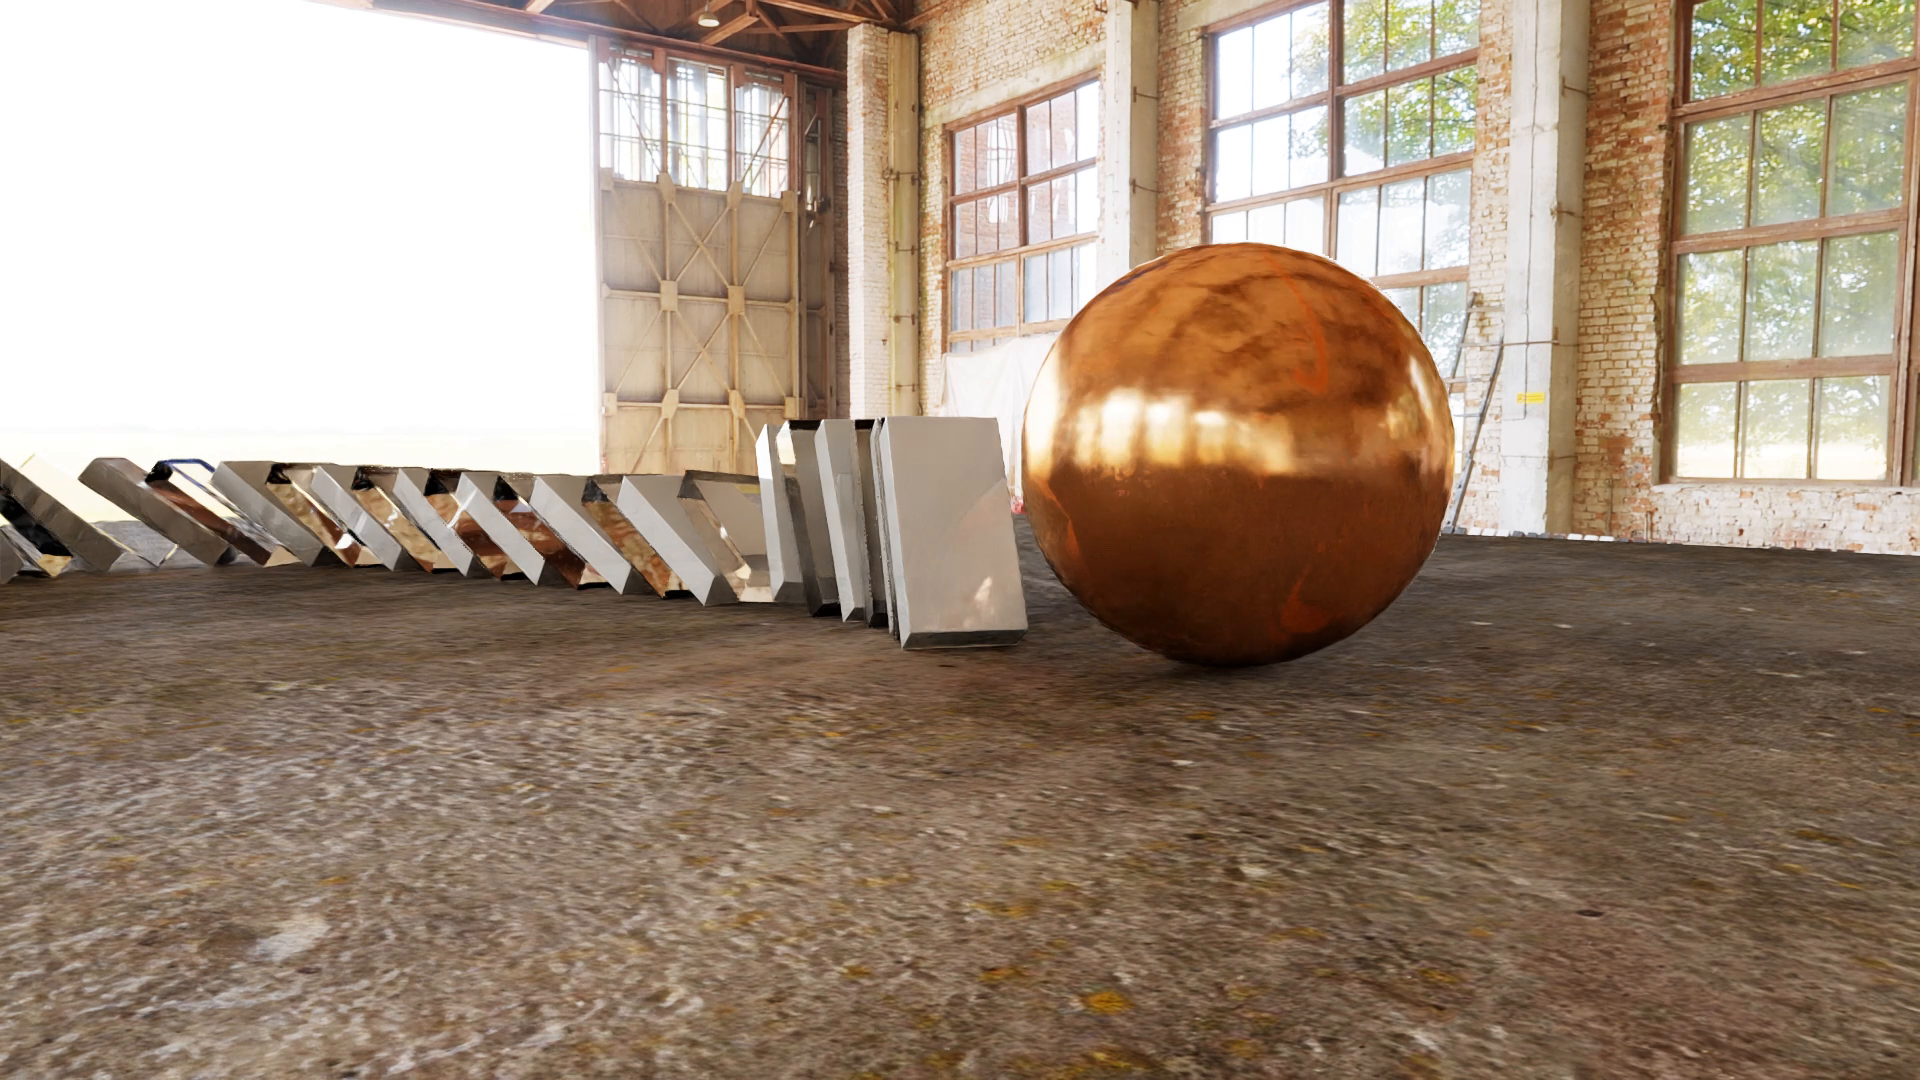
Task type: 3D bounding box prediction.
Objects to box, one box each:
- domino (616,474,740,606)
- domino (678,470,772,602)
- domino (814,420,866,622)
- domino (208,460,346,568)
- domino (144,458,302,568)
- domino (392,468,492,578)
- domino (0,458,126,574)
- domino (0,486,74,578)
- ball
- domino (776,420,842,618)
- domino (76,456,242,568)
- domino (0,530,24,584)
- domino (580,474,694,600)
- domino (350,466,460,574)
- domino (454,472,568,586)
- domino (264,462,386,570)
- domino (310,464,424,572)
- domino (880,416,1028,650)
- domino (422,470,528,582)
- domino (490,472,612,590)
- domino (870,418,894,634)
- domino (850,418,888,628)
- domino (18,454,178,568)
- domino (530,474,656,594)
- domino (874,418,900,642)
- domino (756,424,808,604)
[{"bbox_3d":[-0.072,-0.001,0.358,0.025,0.010,0.050,-4,36,-45],"label":"domino"},{"bbox_3d":[-0.056,-0.001,0.350,0.025,0.010,0.050,4,31,-37],"label":"domino"},{"bbox_3d":[-0.019,-0.005,0.316,0.025,0.050,0.010,-2,-24,-23],"label":"domino"},{"bbox_3d":[-0.237,-0.010,0.456,0.050,0.010,0.025,36,12,9],"label":"domino"},{"bbox_3d":[-0.257,-0.010,0.453,0.050,0.010,0.025,36,4,-2],"label":"domino"},{"bbox_3d":[-0.165,-0.007,0.429,0.050,0.010,0.025,40,26,29],"label":"domino"},{"bbox_3d":[-0.299,-0.009,0.414,0.025,0.010,0.050,3,-38,36],"label":"domino"},{"bbox_3d":[-0.303,-0.009,0.396,0.025,0.050,0.010,1,47,19],"label":"domino"},{"bbox_3d":[0.051,-0.016,0.244,0.080,0.080,0.080,0,4,0],"label":"ball"},{"bbox_3d":[-0.029,-0.006,0.324,0.025,0.050,0.010,-2,-23,-27],"label":"domino"},{"bbox_3d":[-0.276,-0.010,0.446,0.050,0.010,0.025,38,-5,-13],"label":"domino"},{"bbox_3d":[-0.303,-0.008,0.378,0.025,0.050,0.010,0,42,6],"label":"domino"},{"bbox_3d":[-0.086,-0.002,0.371,0.025,0.010,0.050,-4,36,-46],"label":"domino"},{"bbox_3d":[-0.182,-0.008,0.438,0.050,0.010,0.025,38,22,24],"label":"domino"},{"bbox_3d":[-0.135,-0.005,0.405,0.050,0.009,0.025,39,25,29],"label":"domino"},{"bbox_3d":[-0.218,-0.009,0.453,0.050,0.010,0.025,38,17,17],"label":"domino"},{"bbox_3d":[-0.200,-0.008,0.447,0.050,0.010,0.025,38,21,22],"label":"domino"},{"bbox_3d":[-0.002,-0.002,0.275,0.025,0.050,0.010,-1,-24,-14],"label":"domino"},{"bbox_3d":[-0.150,-0.006,0.417,0.050,0.010,0.025,39,25,29],"label":"domino"},{"bbox_3d":[-0.119,-0.004,0.394,0.050,0.010,0.025,38,25,30],"label":"domino"},{"bbox_3d":[-0.006,-0.004,0.296,0.025,0.050,0.009,-1,-24,-14],"label":"domino"},{"bbox_3d":[-0.011,-0.005,0.306,0.025,0.050,0.010,-1,-24,-14],"label":"domino"},{"bbox_3d":[-0.290,-0.010,0.432,0.050,0.010,0.025,43,-20,-27],"label":"domino"},{"bbox_3d":[-0.103,-0.003,0.382,0.050,0.010,0.025,38,25,30],"label":"domino"},{"bbox_3d":[-0.004,-0.003,0.285,0.025,0.050,0.010,-1,-24,-14],"label":"domino"},{"bbox_3d":[-0.038,-0.007,0.337,0.025,0.050,0.010,6,-37,-25],"label":"domino"}]
